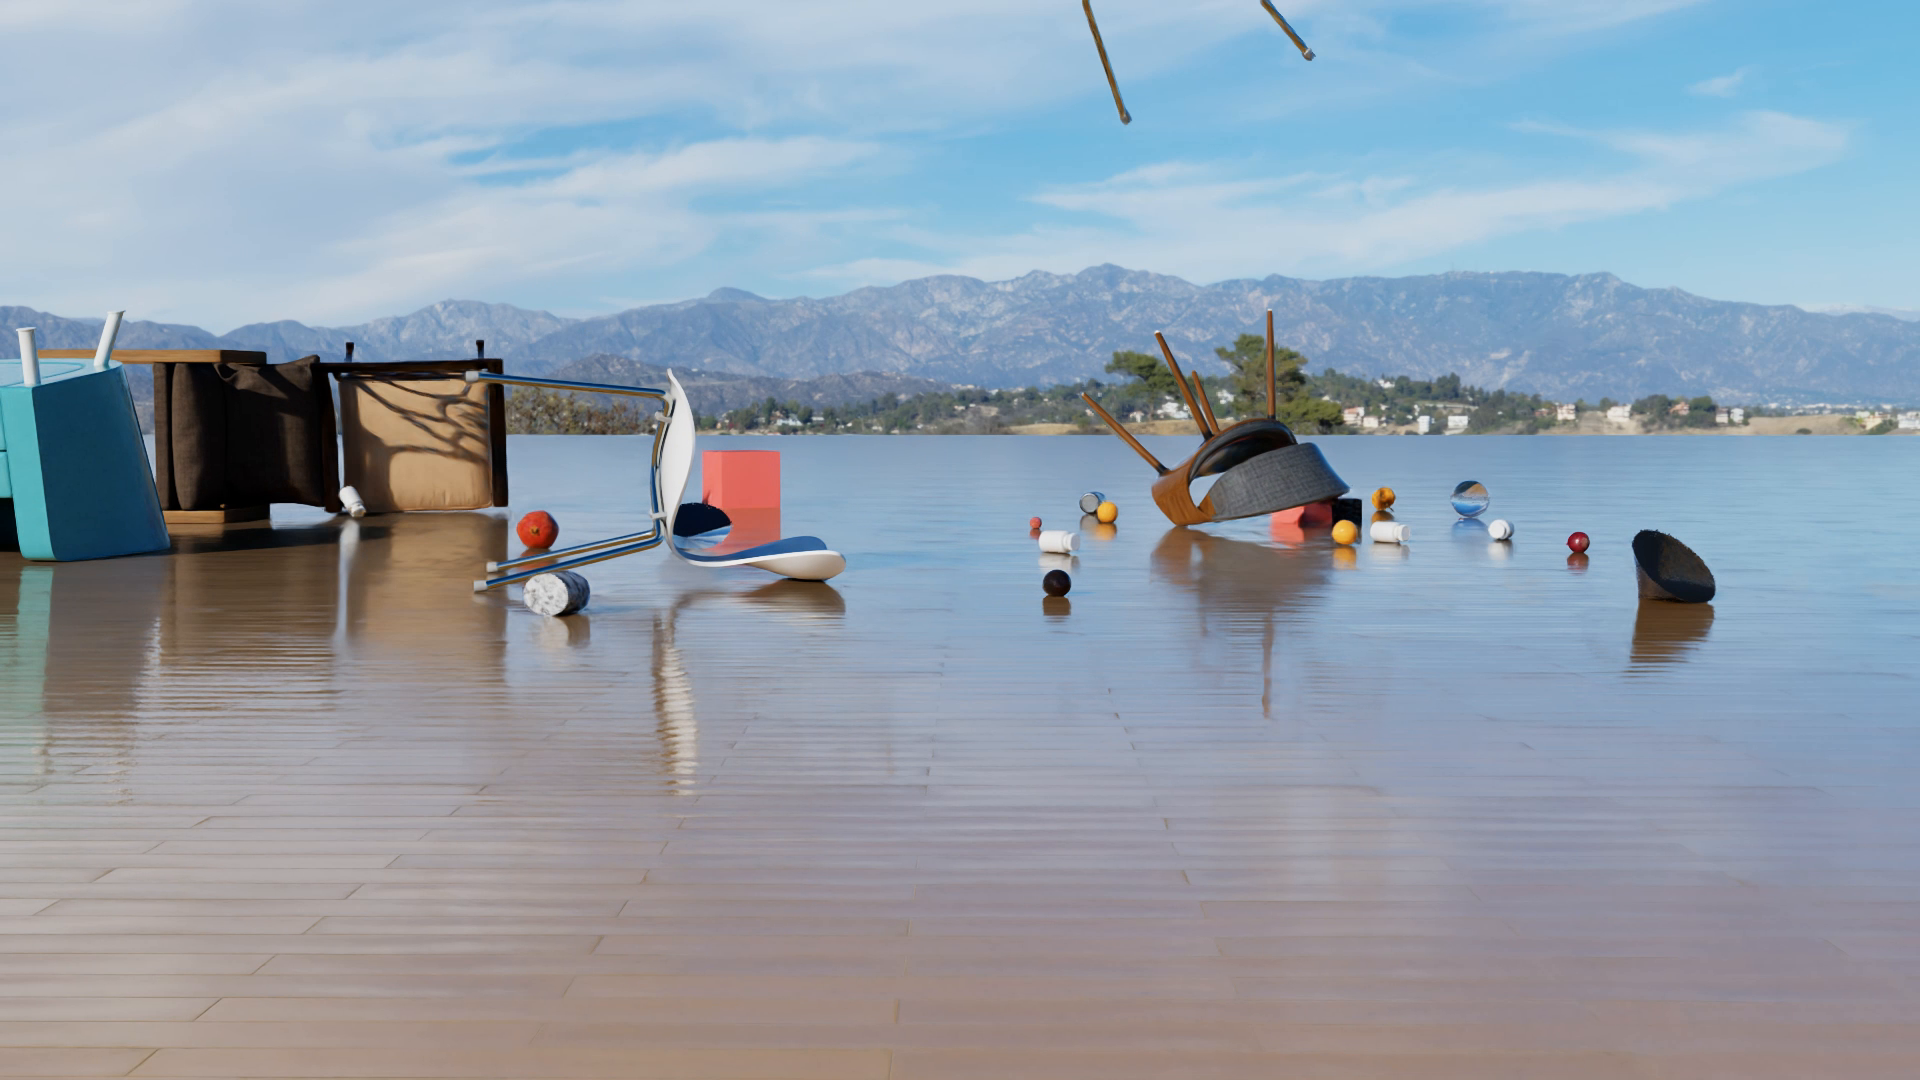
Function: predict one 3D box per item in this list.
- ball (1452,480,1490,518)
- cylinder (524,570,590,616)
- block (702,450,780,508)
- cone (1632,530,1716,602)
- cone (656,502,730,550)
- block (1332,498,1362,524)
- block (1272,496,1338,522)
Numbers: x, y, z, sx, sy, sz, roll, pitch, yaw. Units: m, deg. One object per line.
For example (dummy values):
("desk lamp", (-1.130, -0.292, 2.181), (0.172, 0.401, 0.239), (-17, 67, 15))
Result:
("ball", (1.784, -0.144, 7.688), (0.131, 0.131, 0.131), (0, 4, 0))
("cylinder", (-0.804, 0.106, 4.393), (0.101, 0.083, 0.087), (5, 5, 20))
("block", (-0.836, -0.234, 8.406), (0.235, 0.212, 0.220), (-2, 4, -25))
("cone", (1.486, 0.090, 4.693), (0.211, 0.172, 0.120), (29, -44, -7))
("cone", (-0.778, -0.014, 6.276), (0.212, 0.135, 0.214), (-3, -13, -18))
("block", (1.304, -0.099, 7.410), (0.075, 0.079, 0.086), (-1, 4, -9))
("block", (1.178, -0.106, 7.502), (0.130, 0.081, 0.207), (4, 5, 43))
